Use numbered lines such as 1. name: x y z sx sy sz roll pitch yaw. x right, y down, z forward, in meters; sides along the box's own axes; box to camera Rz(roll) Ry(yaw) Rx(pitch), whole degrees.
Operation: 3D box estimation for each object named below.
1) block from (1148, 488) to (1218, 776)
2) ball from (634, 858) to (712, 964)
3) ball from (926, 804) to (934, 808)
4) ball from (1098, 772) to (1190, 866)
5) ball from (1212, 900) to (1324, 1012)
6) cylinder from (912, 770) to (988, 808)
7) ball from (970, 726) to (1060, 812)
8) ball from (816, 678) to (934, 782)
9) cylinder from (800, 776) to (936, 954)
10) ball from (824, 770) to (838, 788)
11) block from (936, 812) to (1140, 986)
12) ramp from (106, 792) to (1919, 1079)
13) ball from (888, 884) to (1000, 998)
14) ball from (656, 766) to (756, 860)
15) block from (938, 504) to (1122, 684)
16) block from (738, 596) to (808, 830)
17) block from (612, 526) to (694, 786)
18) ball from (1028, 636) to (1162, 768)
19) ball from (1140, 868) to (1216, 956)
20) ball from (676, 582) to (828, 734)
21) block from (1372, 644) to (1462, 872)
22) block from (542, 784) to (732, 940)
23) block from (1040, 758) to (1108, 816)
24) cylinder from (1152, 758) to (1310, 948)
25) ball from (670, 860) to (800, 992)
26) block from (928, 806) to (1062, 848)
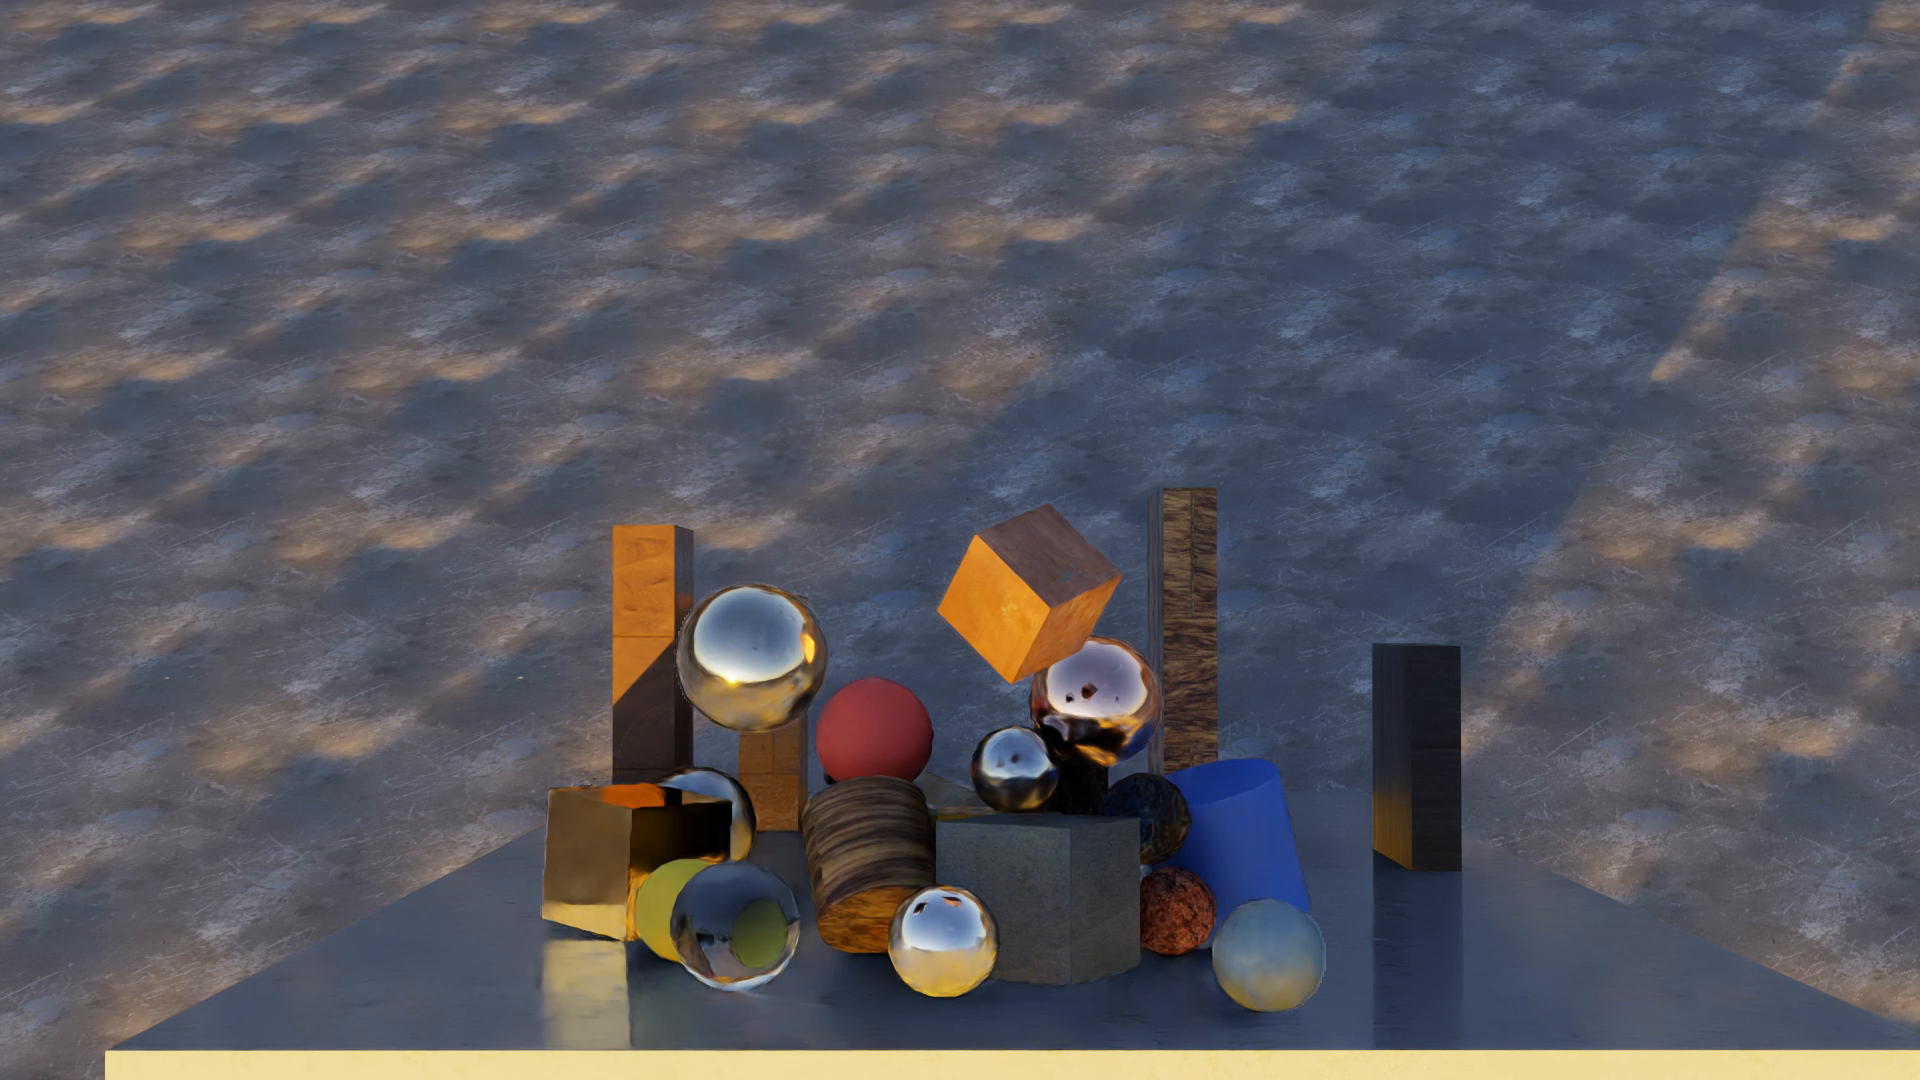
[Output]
1. block: 0.454 0.261 5.329 0.105 0.718 0.439 0 -2 0
2. ball: -0.368 0.500 3.504 0.141 0.141 0.141 0 34 0
3. ball: -0.096 0.492 4.050 0.186 0.186 0.186 0 34 0
4. ball: 0.250 0.380 3.539 0.126 0.126 0.126 0 34 0
5. ball: 0.365 0.493 3.076 0.133 0.133 0.133 0 34 0
6. cylinder: -0.033 0.477 4.409 0.135 0.135 0.135 19 38 38
7. ball: 0.076 0.319 3.598 0.124 0.124 0.124 0 34 0
8. ball: -0.122 0.281 3.719 0.169 0.169 0.169 0 34 0
9. cylinder: -0.120 0.449 3.586 0.177 0.177 0.177 -6 53 -9
10. ball: -0.209 0.536 5.936 0.201 0.201 0.201 0 34 0
11. block: 0.104 0.469 3.432 0.199 0.199 0.199 -1 -2 30
12. ramp: 0.076 0.656 4.805 2.000 0.100 4.000 0 -2 0
13. ball: -0.020 0.493 3.193 0.139 0.139 0.139 0 34 0
14. ball: -0.457 0.497 4.527 0.204 0.204 0.204 0 34 0
15. block: 0.086 0.066 3.216 0.137 0.137 0.137 -23 59 -43
16. block: -0.412 0.378 5.771 0.129 0.507 0.334 0 -2 0
17. block: -0.595 0.295 5.059 0.116 0.636 0.350 0 -2 0
18. ball: 0.190 0.228 3.656 0.187 0.187 0.187 0 34 0
19. ball: 0.294 0.513 3.587 0.121 0.121 0.121 0 34 0
20. ball: -0.255 0.145 3.194 0.186 0.186 0.186 0 34 0
21. block: 0.869 0.405 4.961 0.091 0.410 0.445 0 -2 0
22. block: -0.480 0.476 3.866 0.192 0.192 0.192 6 3 43
23. block: 0.165 0.370 3.910 0.099 0.423 0.329 0 -2 0
24. cylinder: 0.375 0.446 3.715 0.208 0.208 0.208 -13 9 2
25. ball: -0.281 0.483 3.251 0.162 0.162 0.162 0 34 0
26. block: 0.031 0.478 3.709 0.181 0.181 0.181 0 -3 -17
